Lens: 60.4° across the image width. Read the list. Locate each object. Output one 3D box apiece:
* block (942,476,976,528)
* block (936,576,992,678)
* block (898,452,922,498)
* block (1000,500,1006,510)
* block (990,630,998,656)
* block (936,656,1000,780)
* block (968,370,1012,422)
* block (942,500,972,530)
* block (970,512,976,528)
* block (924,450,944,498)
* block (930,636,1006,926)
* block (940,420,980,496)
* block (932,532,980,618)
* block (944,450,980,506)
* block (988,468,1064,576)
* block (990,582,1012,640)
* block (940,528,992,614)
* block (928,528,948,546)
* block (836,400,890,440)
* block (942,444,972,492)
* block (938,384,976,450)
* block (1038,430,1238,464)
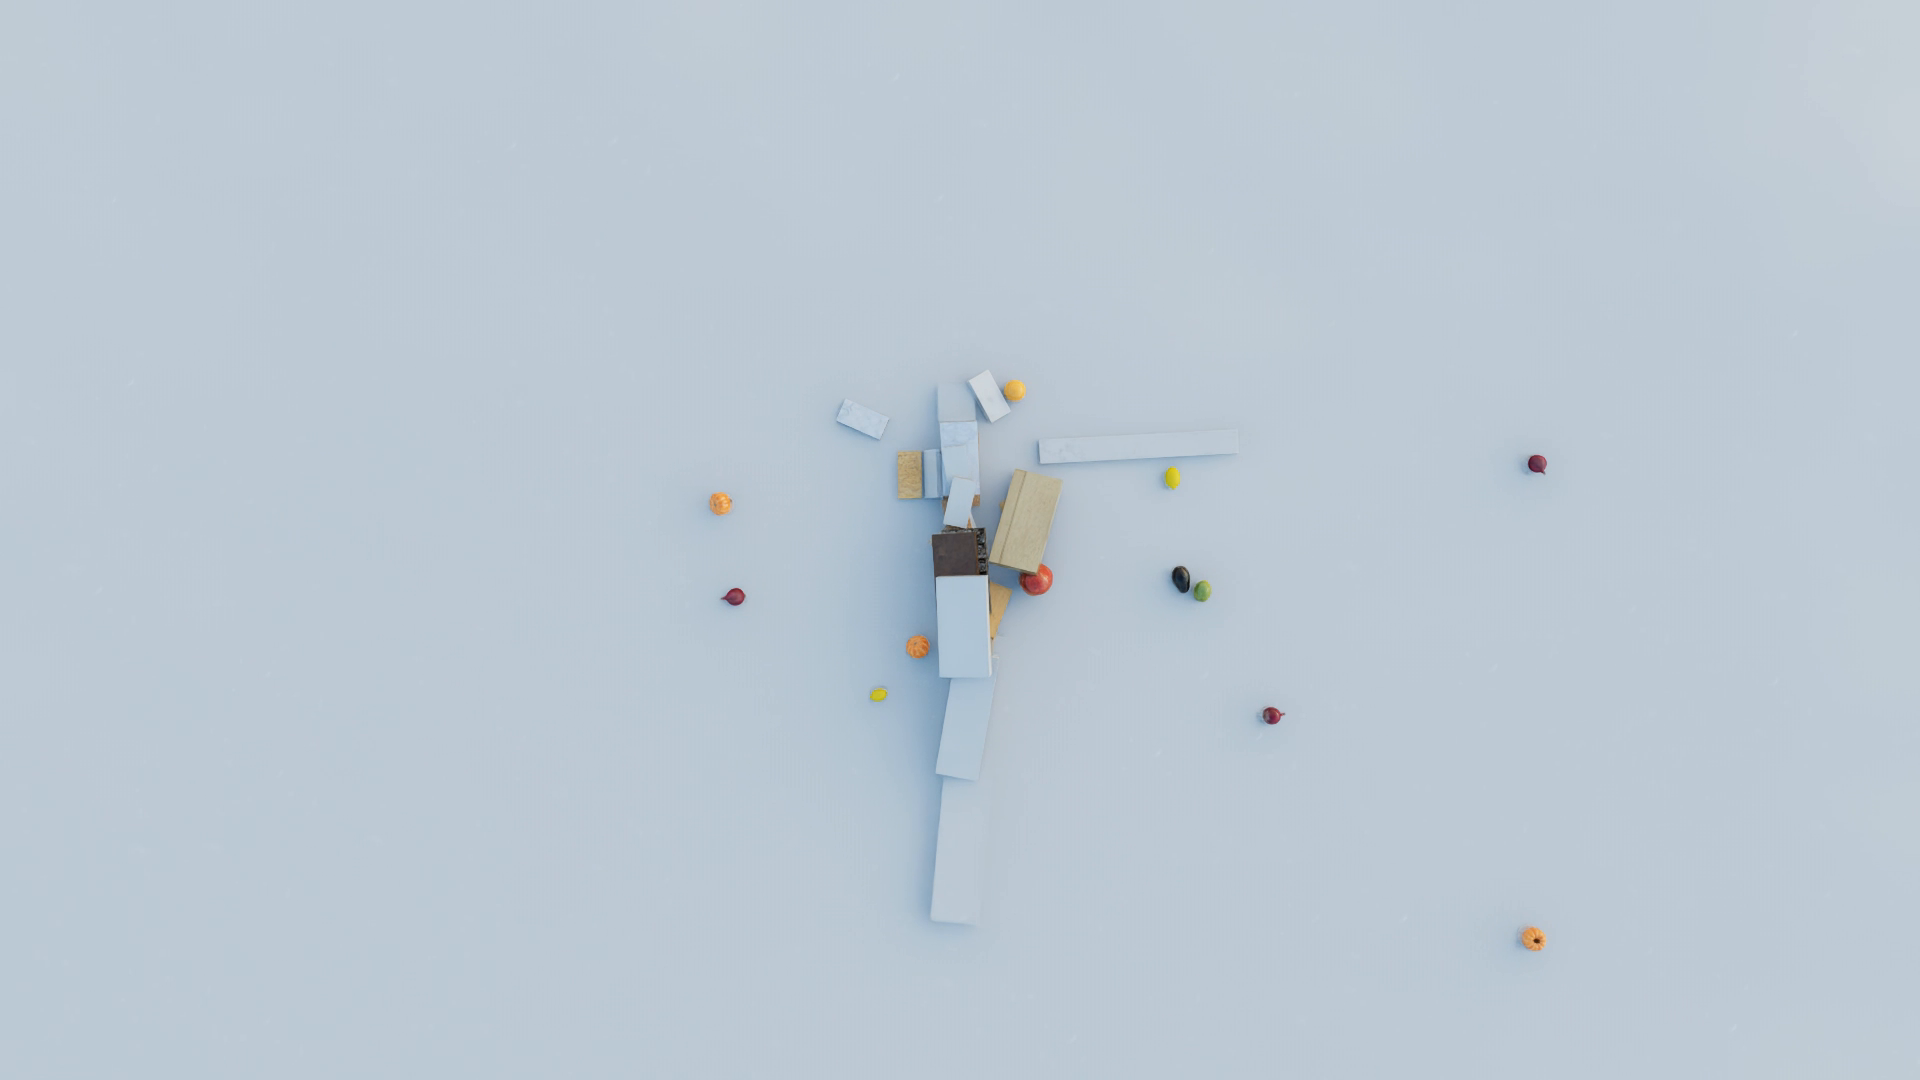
[{"bbox_3d":[-0.001,-0.123,5.390,0.078,0.022,0.157,12,99,-3],"label":"block"},{"bbox_3d":[0.012,0.279,5.328,0.162,0.046,0.325,-1,95,11],"label":"block"},{"bbox_3d":[-0.167,-0.216,5.489,0.079,0.022,0.158,0,90,0],"label":"block"},{"bbox_3d":[0.218,-0.120,5.489,0.159,0.023,0.080,-26,90,0],"label":"block"},{"bbox_3d":[0.077,0.309,5.442,0.088,0.025,0.176,13,72,2],"label":"block"},{"bbox_3d":[0.025,0.574,5.407,0.141,0.040,0.413,10,97,3],"label":"block"},{"bbox_3d":[0.096,-0.476,5.469,0.079,0.022,0.158,-31,98,-15],"label":"block"},{"bbox_3d":[-0.006,-0.062,5.434,0.078,0.022,0.157,-14,81,8],"label":"block"},{"bbox_3d":[0.017,-0.013,5.459,0.088,0.025,0.178,-19,80,-8],"label":"block"},{"bbox_3d":[-0.089,-0.220,5.461,0.022,0.079,0.157,-2,90,-33],"label":"block"},{"bbox_3d":[0.027,0.789,5.477,0.162,0.046,0.958,5,90,0],"label":"block"},{"bbox_3d":[0.000,-0.269,5.415,0.121,0.034,0.242,-2,102,0],"label":"block"},{"bbox_3d":[-0.010,0.118,5.361,0.141,0.040,0.283,-3,95,11],"label":"block"},{"bbox_3d":[0.003,-0.233,5.458,0.121,0.034,0.242,-1,102,0],"label":"block"},{"bbox_3d":[0.218,-0.059,5.425,0.162,0.046,0.325,14,77,11],"label":"block"},{"bbox_3d":[0.101,0.231,5.442,0.088,0.025,0.175,21,73,5],"label":"block"},{"bbox_3d":[0.021,0.105,5.394,0.141,0.040,0.283,-3,95,11],"label":"block"},{"bbox_3d":[-0.049,-0.008,5.473,0.107,0.015,0.054,-38,83,-11],"label":"block"},{"bbox_3d":[-0.323,-0.401,5.489,0.159,0.023,0.080,24,90,0],"label":"block"},{"bbox_3d":[-0.009,-0.229,5.394,0.078,0.022,0.157,-10,102,2],"label":"block"},{"bbox_3d":[-0.009,-0.398,5.483,0.121,0.034,0.242,-2,90,0],"label":"block"},{"bbox_3d":[0.594,-0.311,5.489,0.661,0.023,0.080,-3,90,0],"label":"block"}]
